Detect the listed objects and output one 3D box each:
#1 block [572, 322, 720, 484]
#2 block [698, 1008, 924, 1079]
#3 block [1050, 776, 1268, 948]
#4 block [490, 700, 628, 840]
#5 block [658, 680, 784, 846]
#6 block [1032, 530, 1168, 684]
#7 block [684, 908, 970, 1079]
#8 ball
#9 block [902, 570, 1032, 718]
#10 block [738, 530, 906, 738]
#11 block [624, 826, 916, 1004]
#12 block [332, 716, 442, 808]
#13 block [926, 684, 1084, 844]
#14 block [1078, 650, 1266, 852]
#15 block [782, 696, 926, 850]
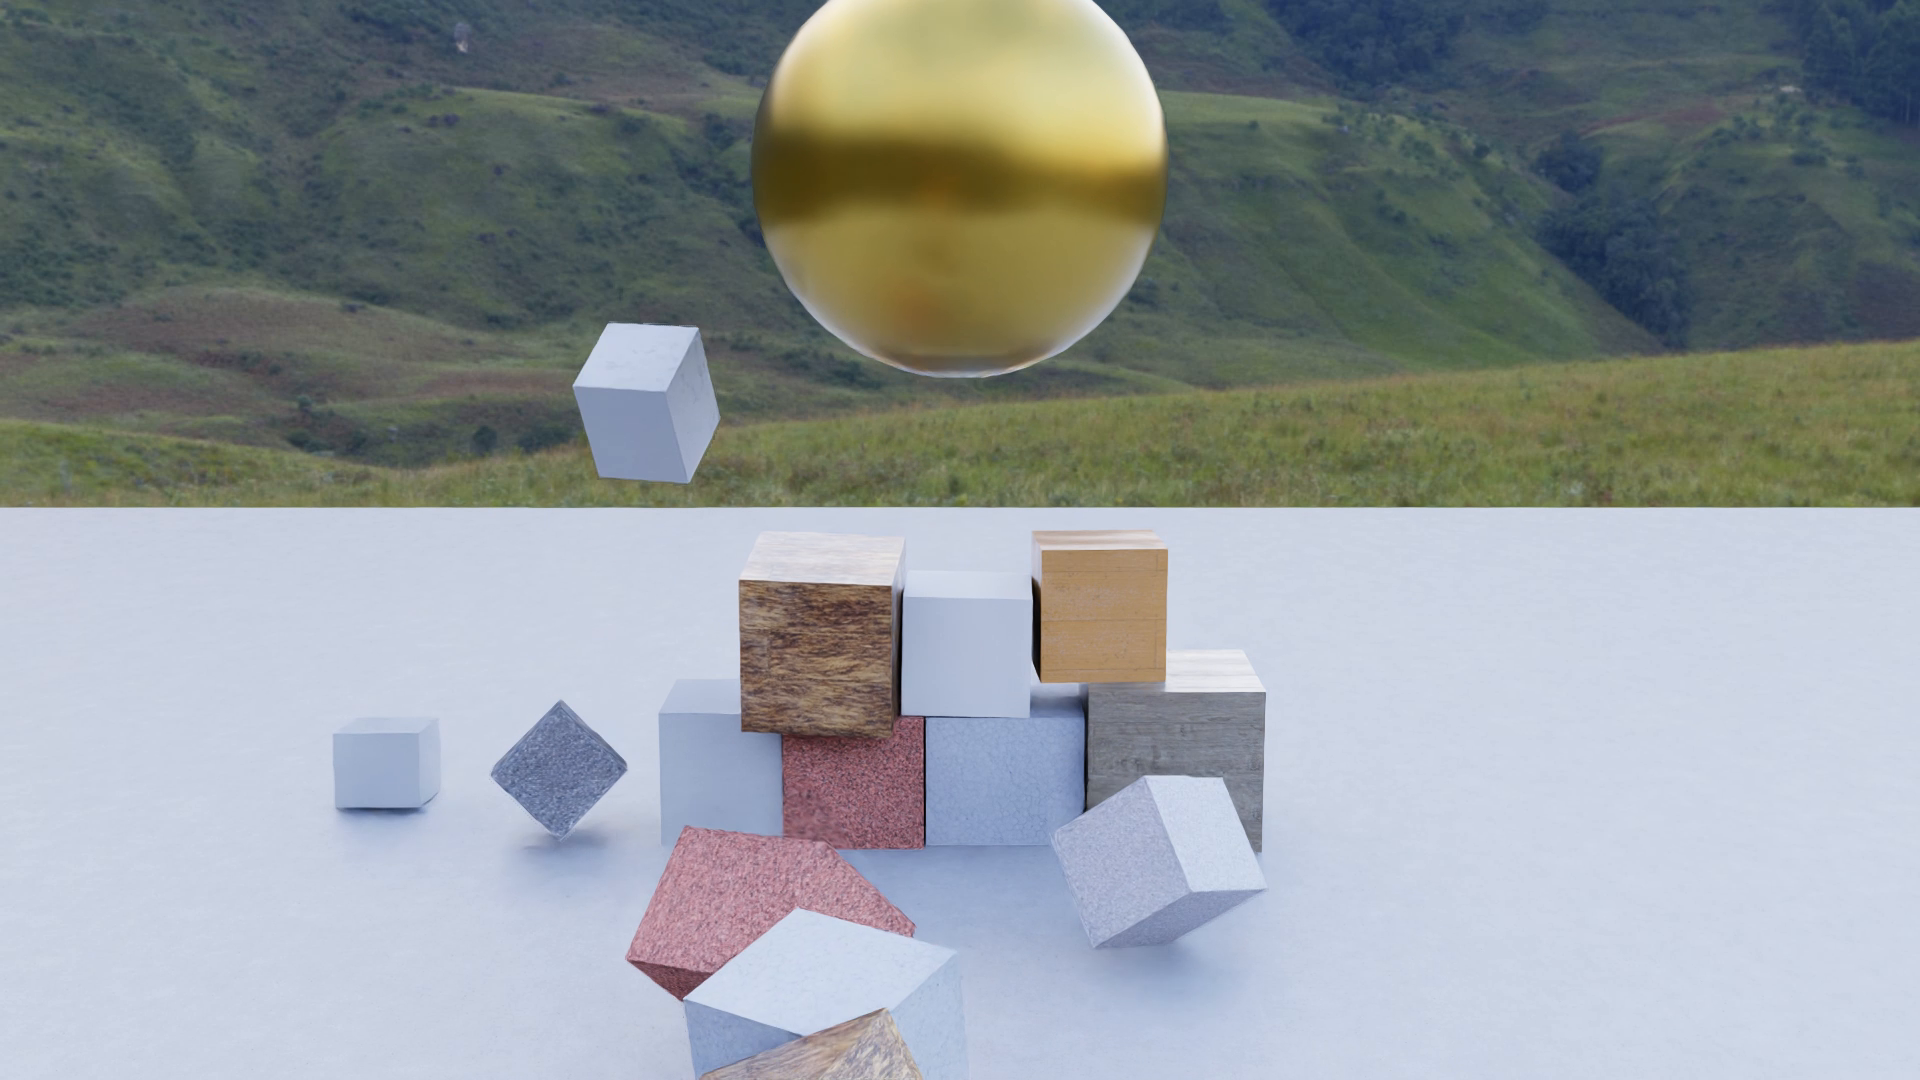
[{"bbox_3d":[-1.296,-0.571,9.156,0.401,0.489,0.422,4,44,14],"label":"block"},{"bbox_3d":[-0.481,1.901,6.349,0.708,0.682,0.702,-25,3,26],"label":"block"},{"bbox_3d":[0.854,1.387,9.485,0.574,0.529,0.569,-37,-28,32],"label":"block"},{"bbox_3d":[-2.028,1.158,11.144,0.481,0.470,0.438,-46,8,-6],"label":"block"},{"bbox_3d":[-1.196,1.140,11.370,0.613,0.689,0.709,0,10,0],"label":"block"},{"bbox_3d":[0.702,0.331,11.232,0.631,0.677,0.555,-1,10,-3],"label":"block"},{"bbox_3d":[-0.423,1.774,7.351,0.663,0.748,0.625,9,25,32],"label":"block"},{"bbox_3d":[0.000,-1.418,8.407,1.600,1.600,1.600,0,10,0],"label":"ball"},{"bbox_3d":[0.038,0.524,11.264,0.641,0.606,0.681,1,10,1],"label":"block"},{"bbox_3d":[-0.671,0.460,10.915,0.734,0.797,0.691,2,20,4],"label":"block"},{"bbox_3d":[-0.709,1.526,8.348,0.704,0.562,0.676,1,-34,36],"label":"block"},{"bbox_3d":[-3.070,1.188,11.804,0.449,0.399,0.491,0,5,-1],"label":"block"},{"bbox_3d":[0.226,1.150,11.396,0.796,0.661,0.708,0,10,0],"label":"block"},{"bbox_3d":[1.071,1.072,11.358,0.872,0.826,0.912,0,10,0],"label":"block"},{"bbox_3d":[-0.532,1.148,11.375,0.701,0.671,0.822,0,10,0],"label":"block"}]
